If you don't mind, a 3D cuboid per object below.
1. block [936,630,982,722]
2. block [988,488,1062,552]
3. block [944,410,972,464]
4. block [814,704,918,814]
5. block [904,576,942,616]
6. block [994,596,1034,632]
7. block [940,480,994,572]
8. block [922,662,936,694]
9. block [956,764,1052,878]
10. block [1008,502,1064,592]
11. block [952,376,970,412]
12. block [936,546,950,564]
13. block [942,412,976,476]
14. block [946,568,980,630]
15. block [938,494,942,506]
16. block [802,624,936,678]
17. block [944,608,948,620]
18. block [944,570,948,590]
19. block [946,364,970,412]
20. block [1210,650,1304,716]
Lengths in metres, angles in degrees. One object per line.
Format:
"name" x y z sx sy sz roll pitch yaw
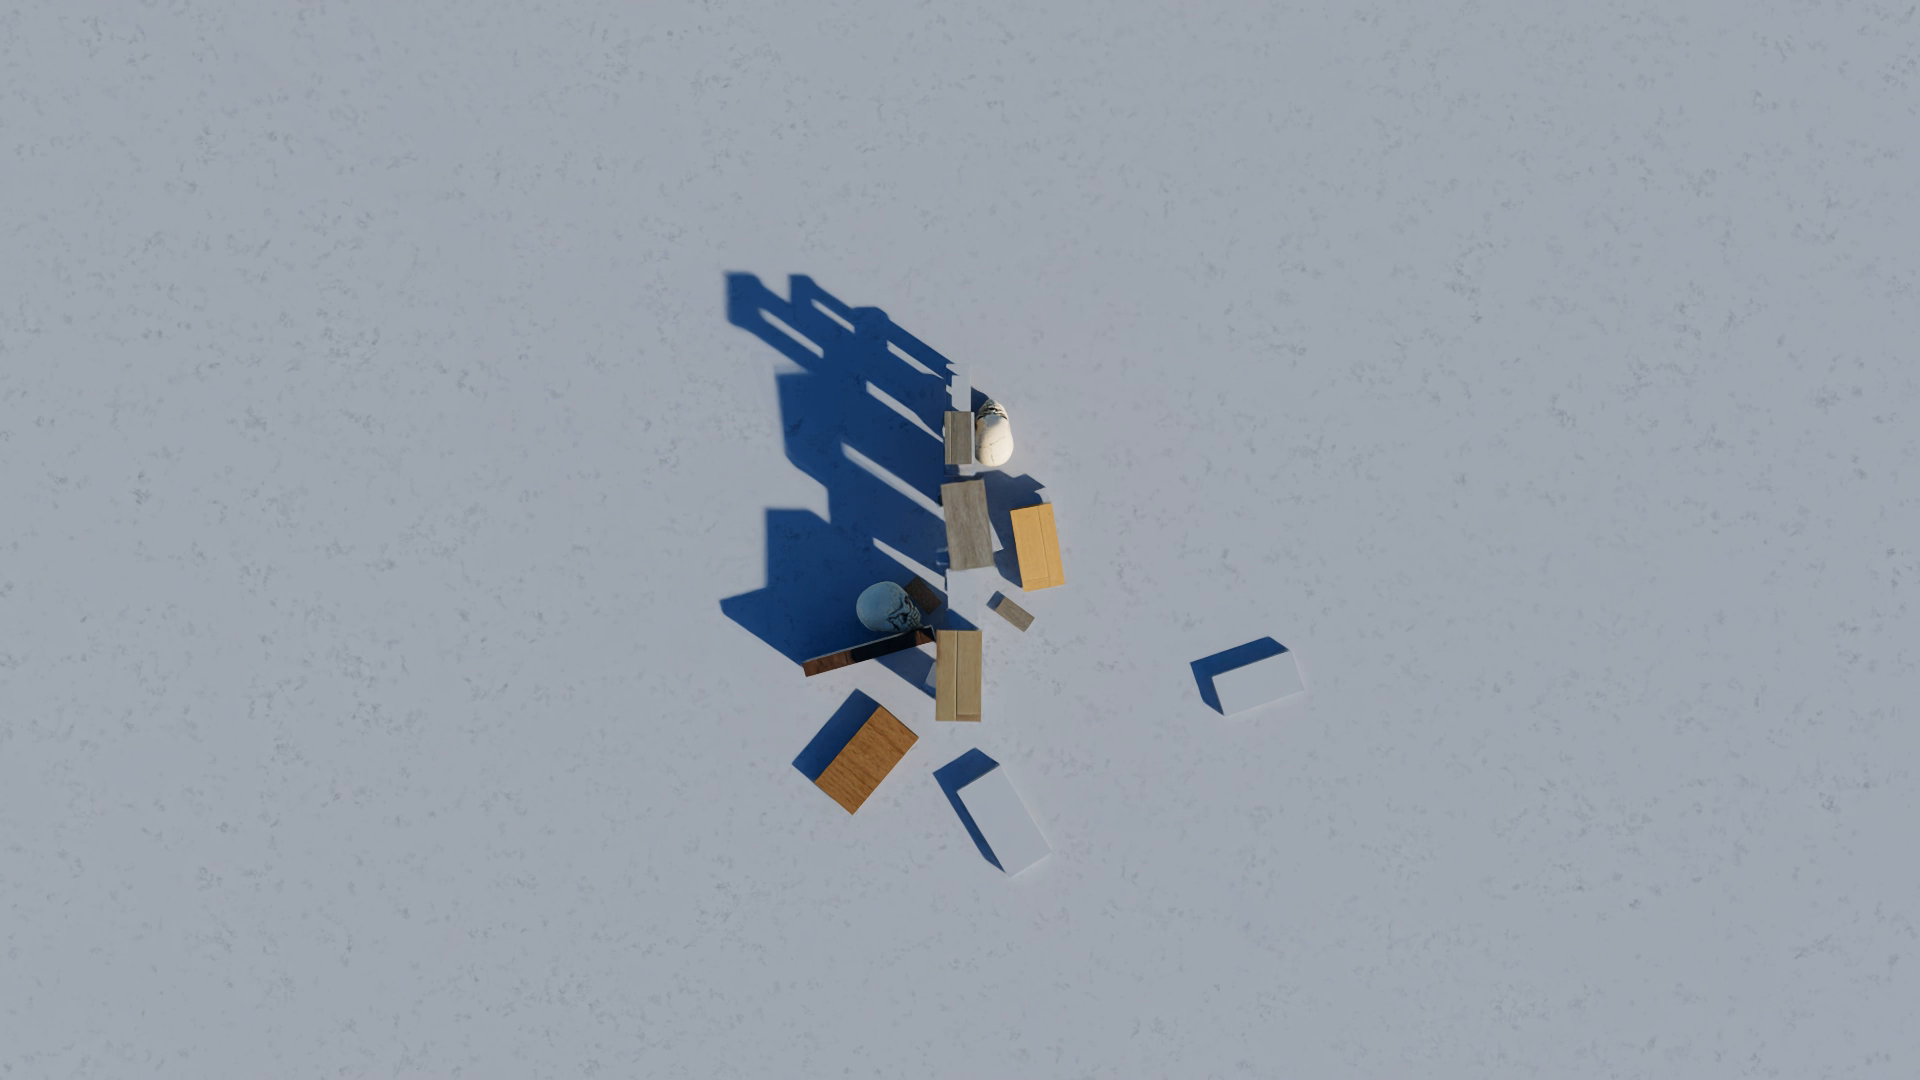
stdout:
"block" -0.004 0.426 5.193 0.143 0.040 0.285 1 91 0
"block" 0.182 -0.061 5.480 0.278 0.039 0.139 -21 90 0
"block" -0.005 -0.315 5.094 0.082 0.023 0.164 -1 90 0
"block" -0.310 0.729 5.476 0.167 0.047 0.335 41 90 0
"block" -0.123 0.185 5.491 0.061 0.017 0.122 -44 90 0
"block" 0.182 0.248 5.491 0.122 0.017 0.061 36 90 0
"block" 0.024 -0.046 5.204 0.138 0.039 0.275 -7 90 0
"block" -0.076 0.453 5.397 0.061 0.211 0.017 26 107 0
"block" 0.147 0.932 5.476 0.167 0.047 0.335 -31 90 0
"block" 0.255 0.022 5.448 0.139 0.039 0.278 -11 102 -2
"block" 0.003 -0.460 5.198 0.058 0.016 0.116 0 90 0
"block" -0.008 0.043 5.362 0.138 0.275 0.039 -10 93 0
"block" -0.004 -0.307 5.284 0.101 0.029 0.202 -1 90 0
"block" 0.010 0.189 5.287 0.099 0.028 0.198 -2 91 0
"block" -0.002 -0.140 5.362 0.138 0.275 0.039 -9 92 0
"block" -0.296 0.363 5.416 0.434 0.167 0.047 -16 90 0
"block" 0.002 0.250 5.401 0.099 0.198 0.028 12 90 0
"block" -0.001 0.131 5.400 0.099 0.198 0.028 0 101 0
"block" -0.005 -0.490 5.333 0.078 0.022 0.156 0 90 0
"block" 0.987 0.475 5.480 0.278 0.039 0.139 -19 90 0
